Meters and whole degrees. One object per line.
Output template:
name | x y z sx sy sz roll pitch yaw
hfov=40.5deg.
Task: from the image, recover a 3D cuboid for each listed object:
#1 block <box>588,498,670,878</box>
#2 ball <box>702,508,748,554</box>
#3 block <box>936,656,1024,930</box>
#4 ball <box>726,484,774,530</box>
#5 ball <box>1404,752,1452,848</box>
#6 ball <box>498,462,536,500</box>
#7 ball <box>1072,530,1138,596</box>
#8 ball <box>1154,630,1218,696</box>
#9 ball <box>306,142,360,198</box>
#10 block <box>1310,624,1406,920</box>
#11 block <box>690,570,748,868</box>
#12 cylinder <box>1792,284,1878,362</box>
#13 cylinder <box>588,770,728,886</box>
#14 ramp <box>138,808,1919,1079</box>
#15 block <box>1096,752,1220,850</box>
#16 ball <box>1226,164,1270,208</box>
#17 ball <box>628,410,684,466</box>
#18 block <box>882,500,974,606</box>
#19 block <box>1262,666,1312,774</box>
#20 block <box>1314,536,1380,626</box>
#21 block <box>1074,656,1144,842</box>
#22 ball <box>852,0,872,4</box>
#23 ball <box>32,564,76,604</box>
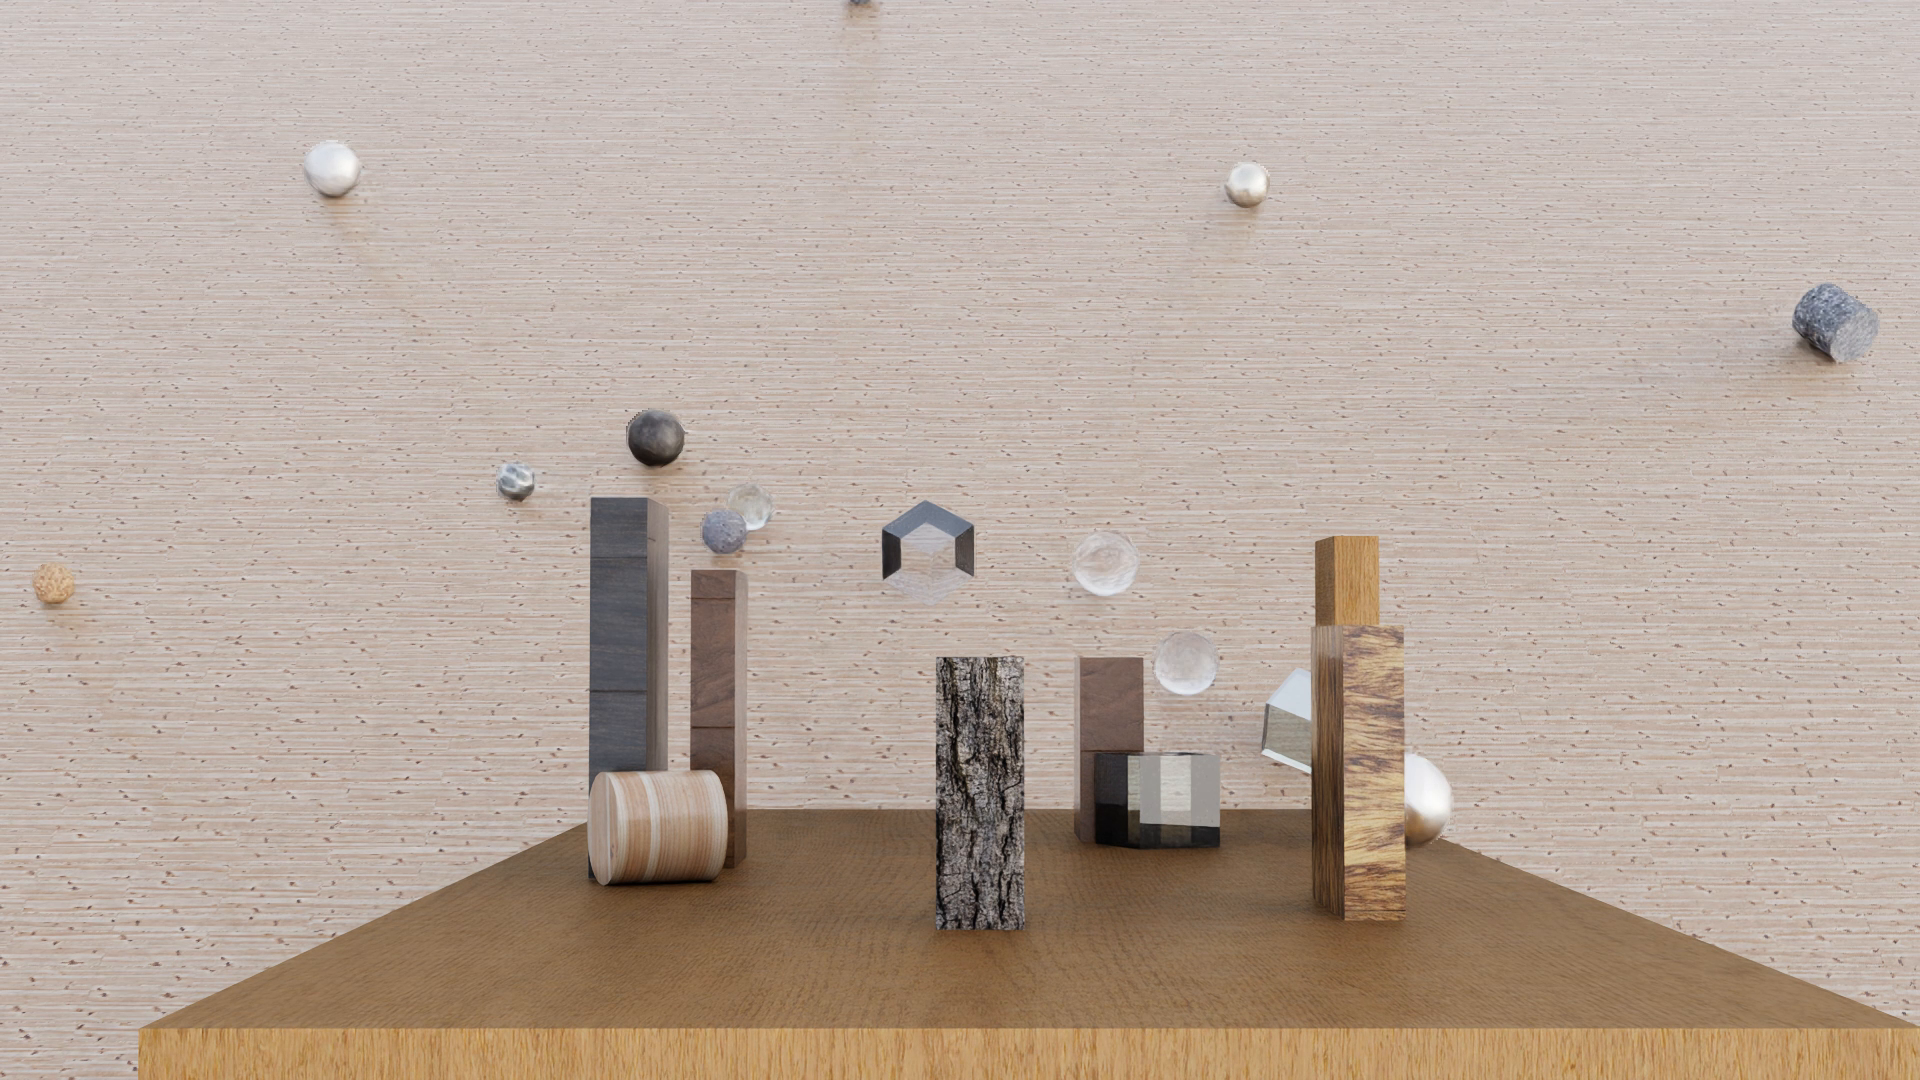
block | -0.636 0.281 5.019 0.106 0.707 0.360 0 -2 0
ball | -0.716 -0.025 7.915 0.139 0.139 0.139 0 37 0
block | 0.031 0.390 4.078 0.134 0.412 0.270 0 -2 0
ball | -0.648 -0.102 8.014 0.147 0.147 0.147 0 37 0
ball | 0.945 0.556 5.544 0.204 0.204 0.204 0 37 0
ball | -1.390 -0.184 8.148 0.119 0.119 0.119 0 37 0
ball | 0.434 0.070 7.742 0.196 0.196 0.196 0 37 0
ball | 0.642 0.349 7.376 0.183 0.183 0.183 0 37 0
ball | -2.336 -1.379 9.689 0.201 0.201 0.201 0 37 0
block | 0.650 0.372 4.270 0.096 0.462 0.379 0 -2 0
block | -0.480 0.353 5.187 0.087 0.579 0.287 0 -2 0
cylinder | 2.969 -0.737 8.829 0.195 0.195 0.195 -16 40 -21
cylinder | -0.552 0.522 4.732 0.203 0.203 0.203 1 34 -24
ramp | 0.080 0.681 4.908 2.000 0.100 4.000 0 -2 0
block | 0.427 0.563 5.639 0.197 0.197 0.197 1 -3 -25
ball | 1.063 -1.312 9.630 0.163 0.163 0.163 0 37 0
ball | -0.968 -0.323 8.284 0.181 0.181 0.181 0 37 0
block | -0.095 0.039 7.785 0.195 0.195 0.195 28 45 32
block | 0.961 0.502 7.170 0.184 0.184 0.184 21 42 26
block | 0.865 0.333 5.814 0.097 0.672 0.314 0 -2 0
block | 0.336 0.469 5.900 0.141 0.406 0.314 0 -2 0
ball | -0.418 -2.357 11.039 0.163 0.163 0.163 0 37 0
ball | -2.690 0.133 7.721 0.119 0.119 0.119 0 37 0
